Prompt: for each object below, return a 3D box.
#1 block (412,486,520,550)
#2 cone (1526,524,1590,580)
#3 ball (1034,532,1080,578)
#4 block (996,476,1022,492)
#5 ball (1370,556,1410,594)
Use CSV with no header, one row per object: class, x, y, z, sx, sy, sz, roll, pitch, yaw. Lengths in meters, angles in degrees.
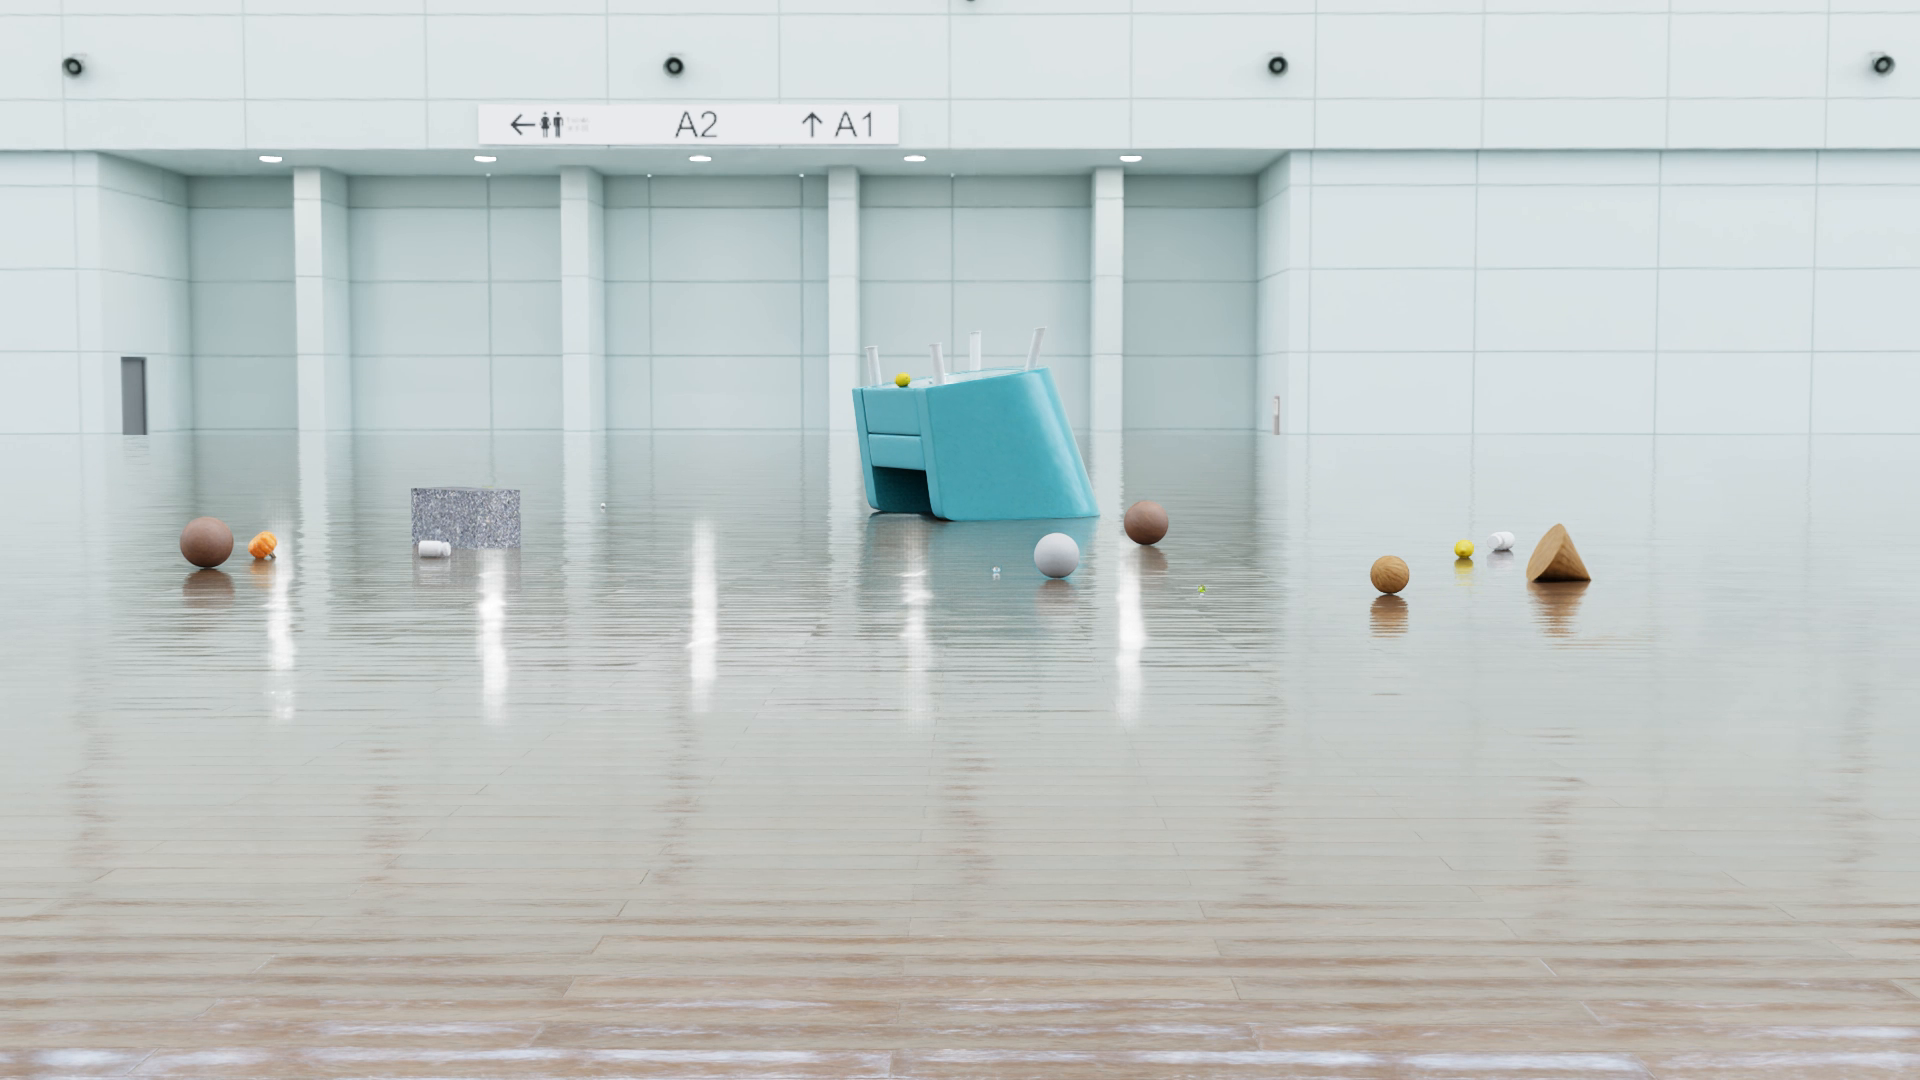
block,-1.418,-0.065,6.307,0.318,0.163,0.147,3,5,42
cone,1.429,0.062,5.164,0.130,0.149,0.163,30,35,-4
ball,0.229,0.037,5.209,0.109,0.109,0.109,0,4,0
block,0.215,-0.245,9.619,0.111,0.067,0.110,0,4,-1
ball,0.942,0.076,4.819,0.085,0.085,0.085,0,4,0
